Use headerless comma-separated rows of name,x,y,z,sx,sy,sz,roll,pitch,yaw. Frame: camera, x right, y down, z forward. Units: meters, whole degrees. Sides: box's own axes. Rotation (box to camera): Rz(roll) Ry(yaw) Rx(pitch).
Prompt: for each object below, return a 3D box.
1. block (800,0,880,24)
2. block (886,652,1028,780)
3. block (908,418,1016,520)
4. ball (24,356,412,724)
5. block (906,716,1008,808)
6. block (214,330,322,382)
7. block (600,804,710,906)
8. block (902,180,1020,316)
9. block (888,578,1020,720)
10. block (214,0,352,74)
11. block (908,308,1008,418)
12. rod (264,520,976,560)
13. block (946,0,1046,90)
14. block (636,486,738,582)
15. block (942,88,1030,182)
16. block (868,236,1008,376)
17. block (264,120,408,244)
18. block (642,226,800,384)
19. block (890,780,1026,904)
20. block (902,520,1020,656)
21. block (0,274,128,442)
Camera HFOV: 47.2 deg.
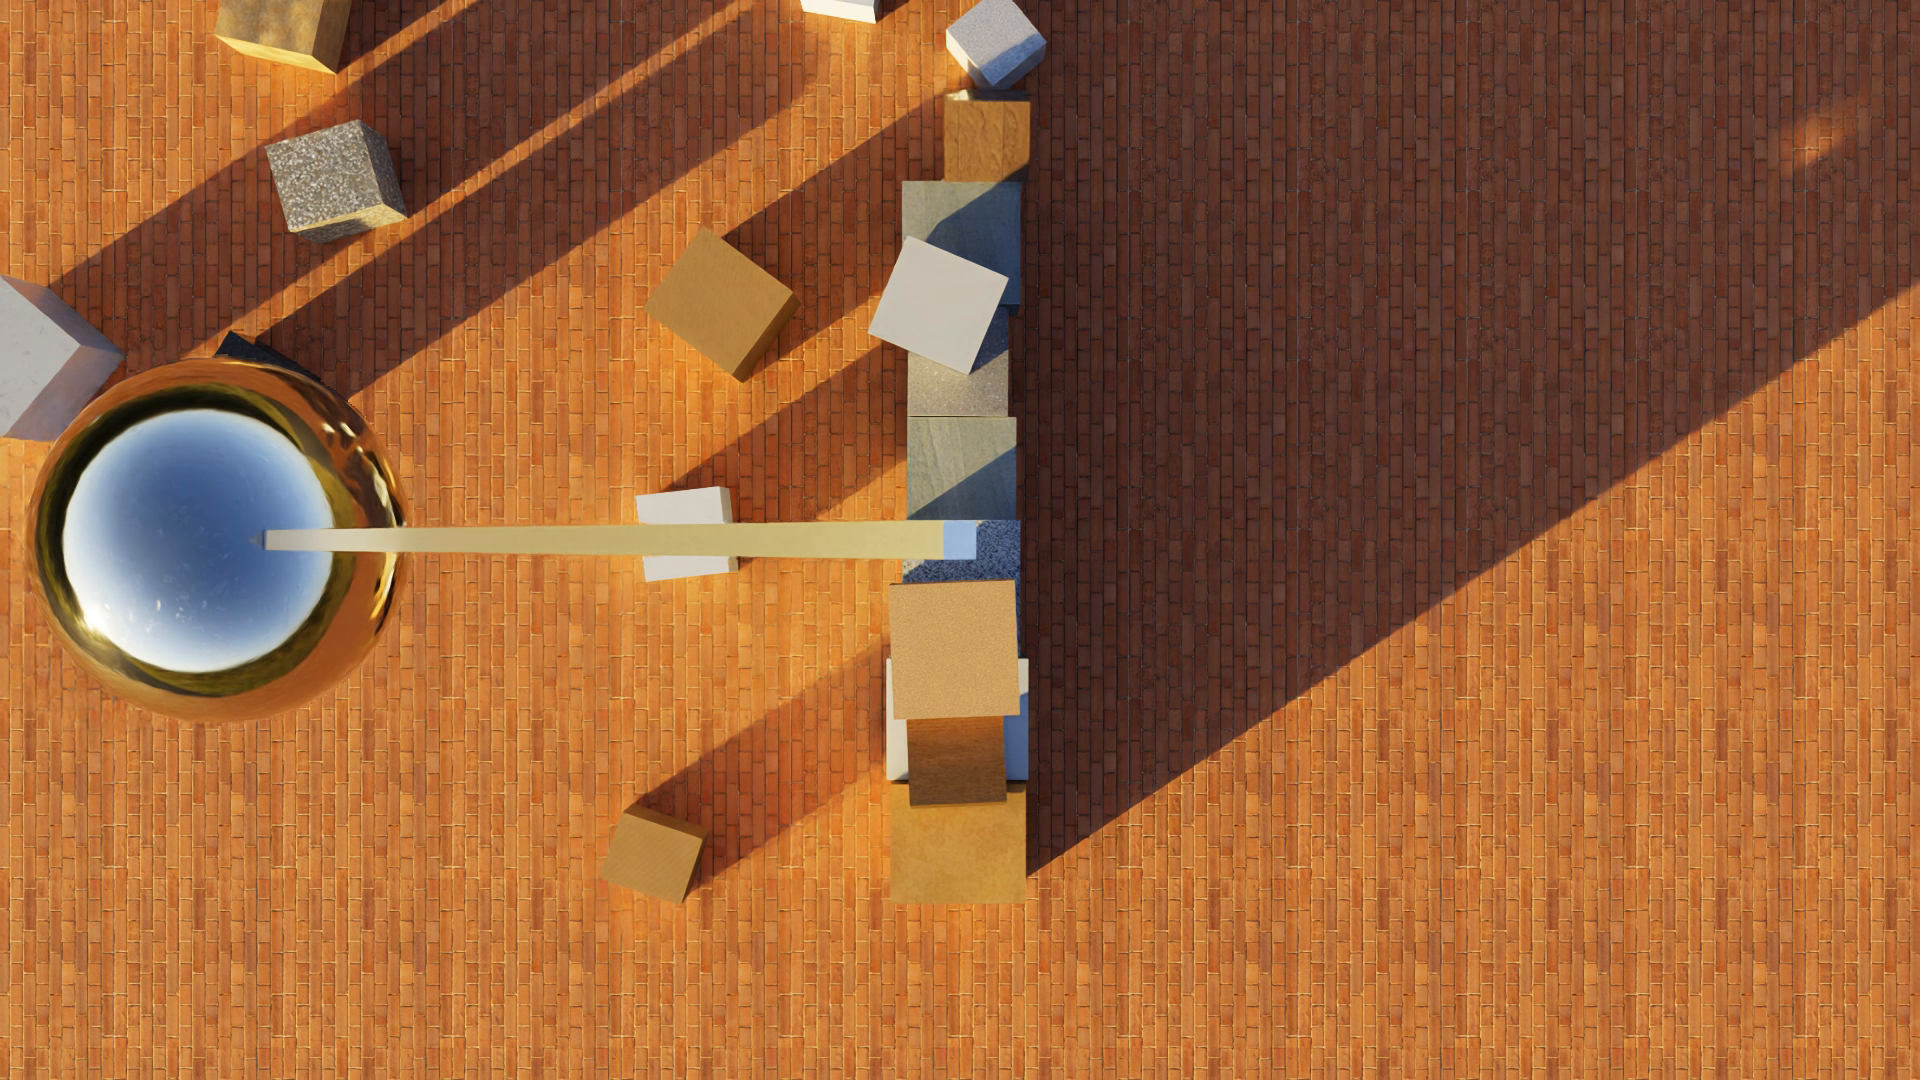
block,-0.676,-3.292,12.803,0.431,0.394,0.410,10,90,0
block,-0.014,1.006,12.664,0.794,0.672,0.680,0,90,0
block,0.010,-0.404,12.707,0.616,0.586,0.579,0,90,0
ball,-3.213,0.000,9.598,1.600,1.600,1.600,0,90,0
block,-0.019,1.201,11.933,0.516,0.542,0.473,-3,81,0
block,-4.091,-0.882,12.773,0.459,0.455,0.457,32,90,0
block,-1.766,1.824,12.790,0.488,0.421,0.401,19,90,0
block,0.007,-1.669,12.669,0.664,0.662,0.692,0,90,0
block,-0.032,0.576,11.856,0.663,0.725,0.703,-2,90,0
block,-3.903,-3.098,12.752,0.568,0.497,0.584,12,90,0
block,-0.010,-1.006,12.682,0.564,0.635,0.612,1,90,0
rod,-1.392,0.000,6.727,0.080,5.200,0.080,0,90,-32
block,0.208,-2.874,12.766,0.398,0.467,0.418,-39,90,0
block,-1.572,-0.034,12.732,0.475,0.536,0.490,-7,90,0
block,0.142,-2.293,12.447,0.472,0.487,0.447,0,109,-2
block,-0.117,-1.284,12.108,0.592,0.466,0.568,23,94,-1
block,-3.594,-2.063,12.712,0.553,0.575,0.497,-16,90,0
block,-1.363,-1.347,12.681,0.629,0.639,0.585,37,90,0
block,-0.010,1.685,12.592,0.751,0.817,0.660,0,90,0
block,0.008,0.267,12.610,0.655,0.781,0.759,0,90,0
block,-5.380,-1.036,12.653,0.628,0.693,0.679,40,90,0
